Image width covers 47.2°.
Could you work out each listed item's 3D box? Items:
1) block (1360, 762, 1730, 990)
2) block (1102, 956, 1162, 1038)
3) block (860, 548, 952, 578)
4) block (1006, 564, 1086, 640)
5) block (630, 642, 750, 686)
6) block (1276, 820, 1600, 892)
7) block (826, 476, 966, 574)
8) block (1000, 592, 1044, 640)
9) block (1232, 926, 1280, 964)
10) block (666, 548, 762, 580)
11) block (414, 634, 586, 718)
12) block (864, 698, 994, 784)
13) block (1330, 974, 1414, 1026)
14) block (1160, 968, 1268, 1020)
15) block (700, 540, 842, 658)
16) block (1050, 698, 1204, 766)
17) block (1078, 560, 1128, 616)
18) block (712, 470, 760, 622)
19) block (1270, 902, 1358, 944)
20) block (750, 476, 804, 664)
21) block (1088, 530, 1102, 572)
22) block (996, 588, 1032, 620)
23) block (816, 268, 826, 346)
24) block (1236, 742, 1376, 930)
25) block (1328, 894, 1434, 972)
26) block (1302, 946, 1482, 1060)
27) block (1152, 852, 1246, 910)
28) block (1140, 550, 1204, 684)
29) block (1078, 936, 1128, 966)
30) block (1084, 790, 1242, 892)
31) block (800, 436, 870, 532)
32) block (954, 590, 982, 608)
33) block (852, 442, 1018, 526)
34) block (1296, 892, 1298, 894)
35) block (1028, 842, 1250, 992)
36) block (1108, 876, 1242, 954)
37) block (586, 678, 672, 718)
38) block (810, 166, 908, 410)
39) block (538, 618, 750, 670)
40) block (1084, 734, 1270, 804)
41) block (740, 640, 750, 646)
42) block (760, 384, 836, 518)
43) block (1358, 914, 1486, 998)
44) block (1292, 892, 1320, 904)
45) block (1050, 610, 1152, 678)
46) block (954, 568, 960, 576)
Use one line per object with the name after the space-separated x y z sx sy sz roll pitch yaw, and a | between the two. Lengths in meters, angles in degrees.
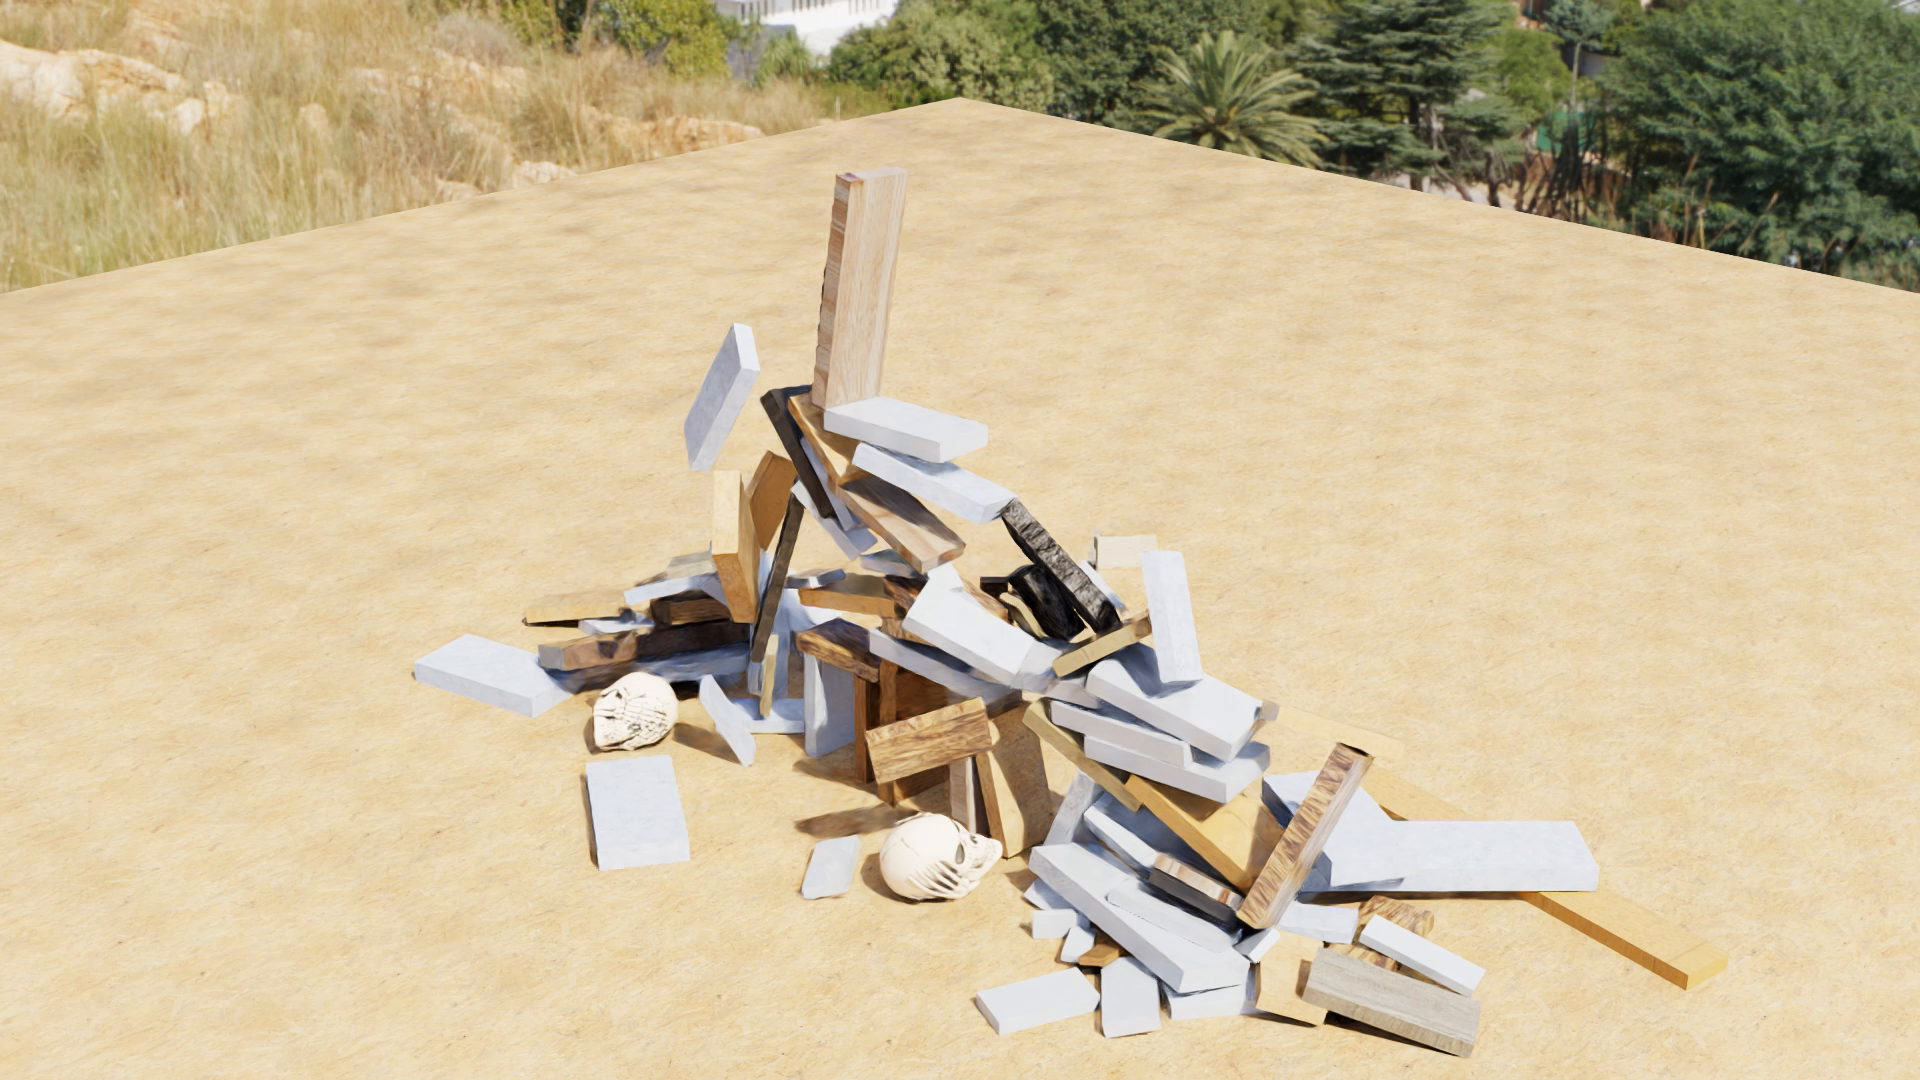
1.065 0.627 4.241 0.117 0.033 0.896 -16 28 -33 | block
0.297 0.791 3.831 0.097 0.028 0.194 -11 22 8 | block
-0.109 0.044 4.363 0.097 0.027 0.194 -14 12 -31 | block
0.166 0.121 4.308 0.042 0.149 0.298 -36 2 -5 | block
-0.593 0.275 4.935 0.261 0.037 0.131 -8 14 -28 | block
0.827 0.600 4.182 0.727 0.049 0.174 0 23 -2 | block
-0.126 -0.049 4.292 0.107 0.030 0.305 -24 49 -32 | block
0.119 0.144 4.194 0.054 0.109 0.015 28 71 41 | block
0.510 0.720 3.918 0.070 0.020 0.140 -42 8 -21 | block
-0.539 0.045 4.837 0.198 0.028 0.099 -11 13 3 | block
-1.043 0.305 4.978 0.351 0.050 0.175 13 26 29 | block
-0.057 0.373 4.081 0.226 0.113 0.032 -16 43 -6 | block
0.726 0.802 3.840 0.167 0.024 0.083 -5 24 -12 | block
0.455 0.795 3.853 0.194 0.028 0.097 -3 23 -7 | block
-0.428 0.129 5.031 0.351 0.050 0.176 36 37 -24 | block
0.329 0.325 4.029 0.296 0.042 0.148 16 31 37 | block
0.266 0.090 4.083 0.016 0.058 0.116 -41 71 -1 | block
-0.454 0.018 4.477 0.050 0.175 0.406 -1 -21 0 | block
0.637 0.697 4.015 0.166 0.024 0.083 3 22 19 | block
-0.378 0.064 4.588 0.027 0.407 0.097 13 29 -9 | block
0.258 0.036 4.242 0.016 0.058 0.116 6 35 7 | block
0.099 0.129 4.271 0.015 0.054 0.109 -37 2 -22 | block
-0.232 -0.409 4.311 0.099 0.274 0.028 -20 39 -41 | block
0.610 0.521 3.871 0.042 0.351 0.149 32 5 23 | block
0.763 0.728 4.002 0.117 0.033 0.234 14 27 30 | block
0.741 0.792 3.770 0.293 0.033 0.117 18 30 12 | block
0.442 0.617 3.958 0.179 0.025 0.090 26 1 23 | block
0.378 0.137 3.920 0.033 0.233 0.117 -13 -9 27 | block
0.270 0.736 3.952 0.052 0.015 0.144 -4 5 32 | block
0.415 0.568 4.079 0.174 0.049 0.348 -41 61 -19 | block
-0.232 -0.122 4.423 0.030 0.213 0.107 -37 -16 36 | block
-0.009 0.115 4.186 0.057 0.016 0.113 -11 24 -23 | block
-0.047 -0.117 4.248 0.292 0.041 0.146 26 20 22 | block
0.577 0.648 4.149 0.151 0.021 0.076 -9 25 -22 | block
0.318 0.677 3.990 0.151 0.043 0.469 1 20 -34 | block
0.384 0.670 3.935 0.228 0.025 0.090 22 18 30 | block
-0.737 0.348 4.910 0.169 0.024 0.085 -18 29 -36 | block
-0.195 -0.484 4.240 0.146 0.466 0.041 -18 38 -41 | block
-0.706 0.229 4.975 0.456 0.050 0.175 -9 4 -28 | block
0.394 0.384 3.999 0.302 0.043 0.151 15 31 35 | block
-0.547 0.227 5.195 0.085 0.024 0.169 -13 26 -27 | block
-0.290 -0.182 4.468 0.037 0.283 0.130 -37 -15 36 | block
0.824 0.742 3.923 0.217 0.020 0.070 26 32 21 | block
0.586 0.687 4.114 0.076 0.021 0.260 16 28 33 | block
0.284 0.178 4.010 0.226 0.032 0.113 -28 1 28 | block
-0.057 0.042 4.263 0.057 0.016 0.113 -18 52 -34 | block
